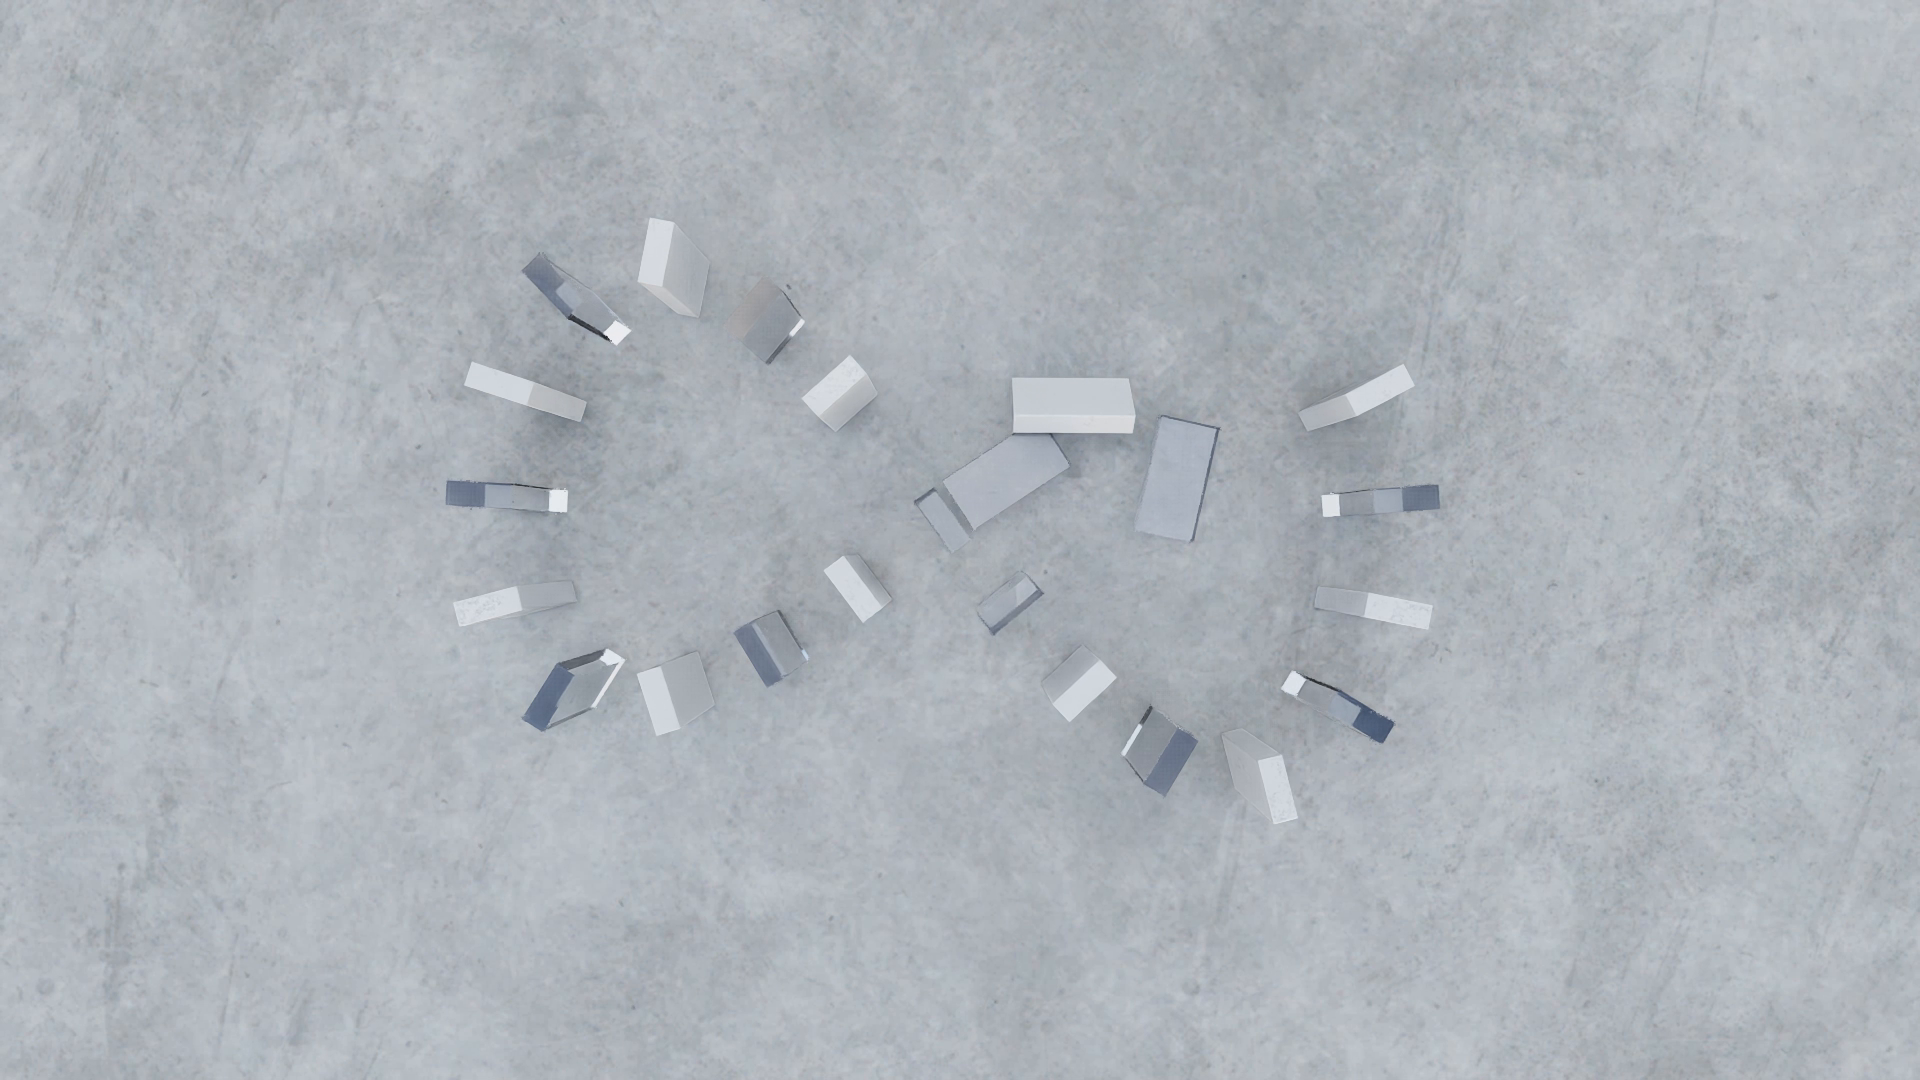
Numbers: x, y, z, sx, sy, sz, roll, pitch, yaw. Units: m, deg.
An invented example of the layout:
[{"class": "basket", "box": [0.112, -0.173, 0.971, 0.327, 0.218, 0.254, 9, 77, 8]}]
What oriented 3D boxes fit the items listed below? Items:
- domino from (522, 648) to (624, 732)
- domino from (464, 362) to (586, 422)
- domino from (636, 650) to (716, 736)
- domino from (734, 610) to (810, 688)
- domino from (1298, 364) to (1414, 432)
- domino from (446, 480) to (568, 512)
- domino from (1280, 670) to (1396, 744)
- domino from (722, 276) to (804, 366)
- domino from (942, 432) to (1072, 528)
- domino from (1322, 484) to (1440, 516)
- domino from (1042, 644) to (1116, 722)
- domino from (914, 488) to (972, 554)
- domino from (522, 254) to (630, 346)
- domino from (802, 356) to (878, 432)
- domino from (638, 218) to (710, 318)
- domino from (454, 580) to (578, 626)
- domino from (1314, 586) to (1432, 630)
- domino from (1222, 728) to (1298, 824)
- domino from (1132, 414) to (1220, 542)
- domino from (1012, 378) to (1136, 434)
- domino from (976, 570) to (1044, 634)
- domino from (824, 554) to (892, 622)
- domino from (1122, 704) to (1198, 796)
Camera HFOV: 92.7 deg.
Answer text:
[{"class": "domino", "box": [-0.157, 0.060, 0.375, 0.009, 0.050, 0.025, 32, 90, 0]}, {"class": "domino", "box": [-0.176, -0.060, 0.375, 0.025, 0.050, 0.010, 18, 90, 0]}, {"class": "domino", "box": [-0.115, 0.062, 0.375, 0.009, 0.050, 0.025, -18, 90, 0]}, {"class": "domino", "box": [-0.076, 0.044, 0.375, 0.010, 0.050, 0.025, -31, 90, 0]}, {"class": "domino", "box": [0.161, -0.057, 0.375, 0.025, 0.050, 0.010, -28, 90, 0]}, {"class": "domino", "box": [-0.184, -0.017, 0.375, 0.025, 0.050, 0.009, 3, 90, 0]}, {"class": "domino", "box": [0.153, 0.068, 0.375, 0.025, 0.050, 0.009, 31, 90, 0]}, {"class": "domino", "box": [-0.079, -0.089, 0.375, 0.010, 0.050, 0.025, 40, 90, 0]}, {"class": "domino", "box": [0.020, -0.029, 0.395, 0.050, 0.010, 0.025, -33, 90, 0]}, {"class": "domino", "box": [0.171, -0.016, 0.375, 0.025, 0.050, 0.010, -4, 90, 0]}, {"class": "domino", "box": [0.048, 0.058, 0.375, 0.025, 0.050, 0.009, -43, 90, 0]}, {"class": "domino", "box": [-0.007, -0.007, 0.375, 0.009, 0.050, 0.025, -36, 90, 0]}, {"class": "domino", "box": [-0.156, -0.097, 0.375, 0.010, 0.050, 0.025, -44, 90, 0]}, {"class": "domino", "box": [-0.048, -0.059, 0.375, 0.025, 0.050, 0.009, -42, 90, 0]}, {"class": "domino", "box": [-0.116, -0.110, 0.375, 0.009, 0.050, 0.025, 11, 90, 0]}, {"class": "domino", "box": [-0.180, 0.025, 0.375, 0.025, 0.050, 0.009, -15, 90, 0]}, {"class": "domino", "box": [0.168, 0.027, 0.375, 0.025, 0.050, 0.010, 11, 90, 0]}, {"class": "domino", "box": [0.122, 0.095, 0.375, 0.010, 0.050, 0.025, -14, 90, 0]}, {"class": "domino", "box": [0.093, -0.026, 0.395, 0.025, 0.010, 0.050, 13, 90, 0]}, {"class": "domino", "box": [0.047, -0.057, 0.388, 0.050, 0.009, 0.025, 0, 47, 0]}, {"class": "domino", "box": [0.020, 0.025, 0.375, 0.025, 0.050, 0.010, -40, 90, 0]}, {"class": "domino", "box": [-0.041, 0.019, 0.375, 0.009, 0.050, 0.025, -37, 90, 0]}, {"class": "domino", "box": [0.081, 0.085, 0.375, 0.009, 0.050, 0.025, 31, 90, 0]}]
